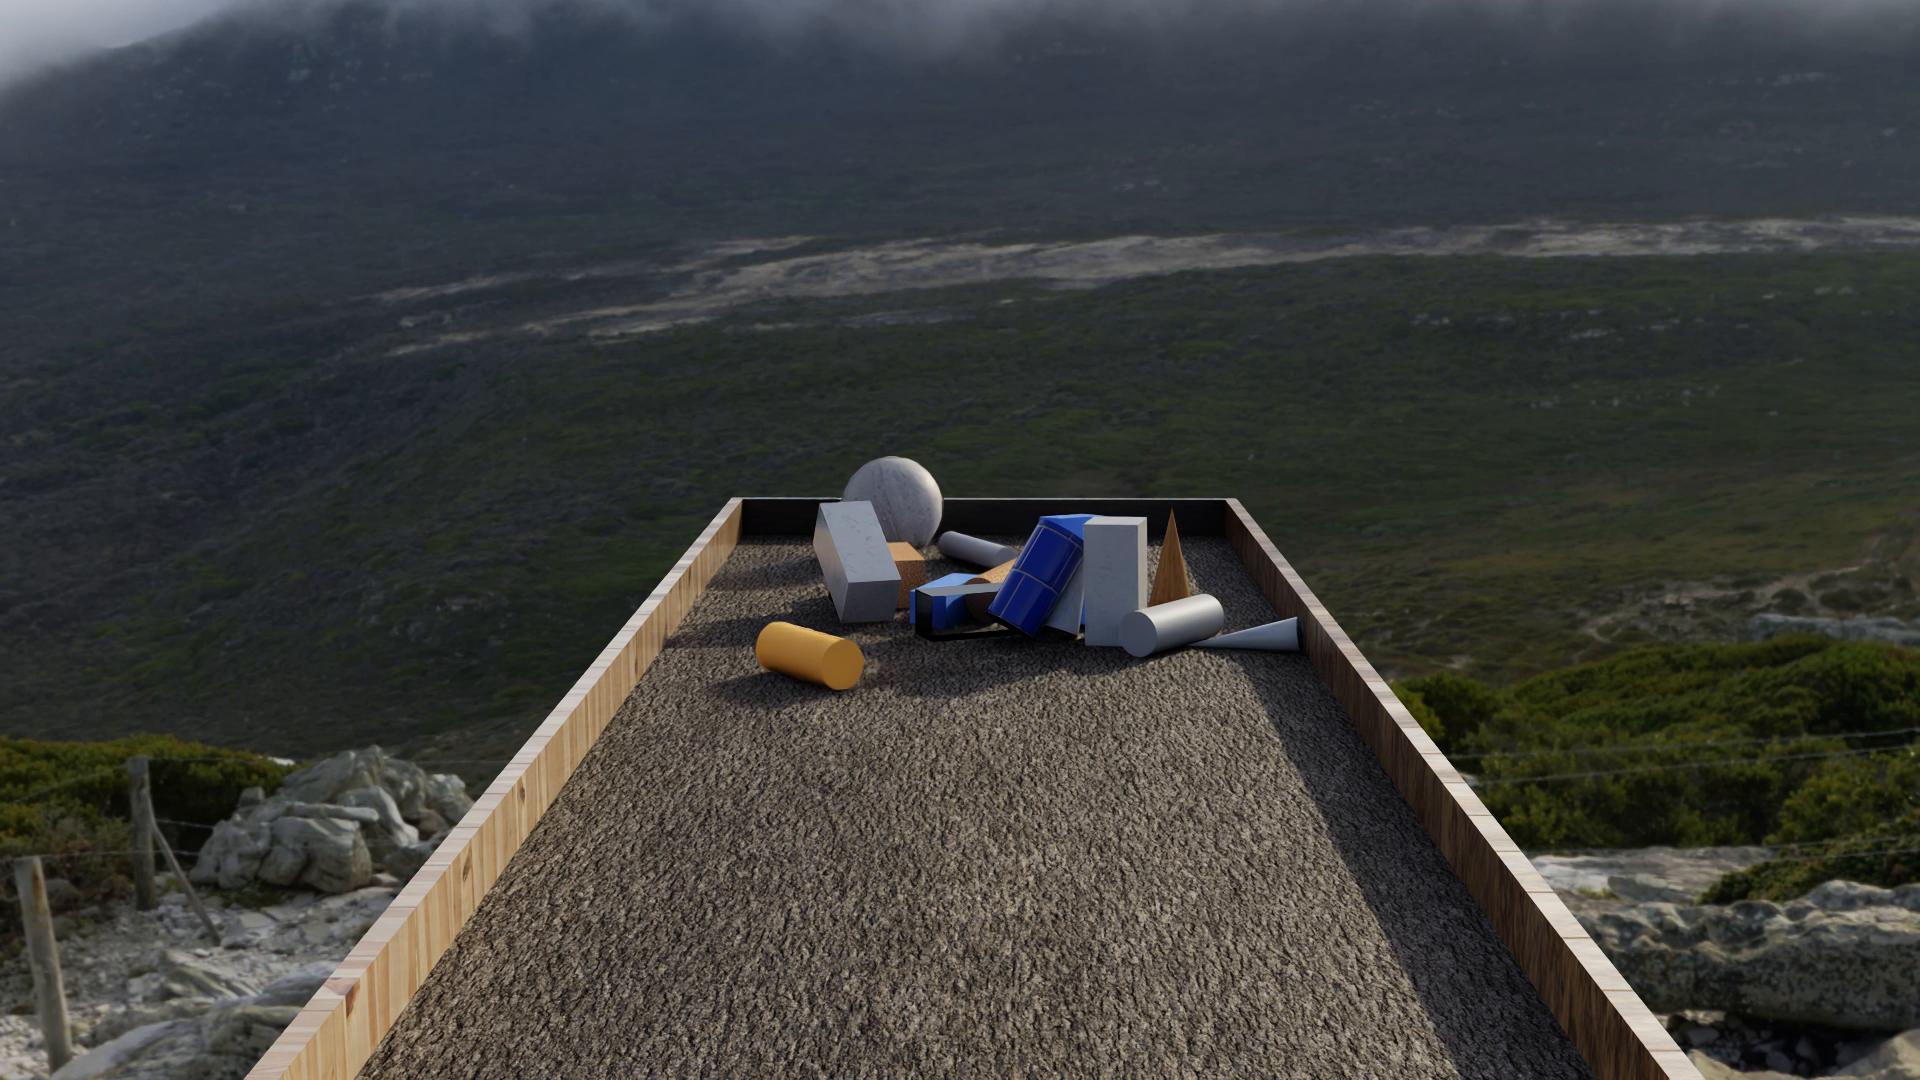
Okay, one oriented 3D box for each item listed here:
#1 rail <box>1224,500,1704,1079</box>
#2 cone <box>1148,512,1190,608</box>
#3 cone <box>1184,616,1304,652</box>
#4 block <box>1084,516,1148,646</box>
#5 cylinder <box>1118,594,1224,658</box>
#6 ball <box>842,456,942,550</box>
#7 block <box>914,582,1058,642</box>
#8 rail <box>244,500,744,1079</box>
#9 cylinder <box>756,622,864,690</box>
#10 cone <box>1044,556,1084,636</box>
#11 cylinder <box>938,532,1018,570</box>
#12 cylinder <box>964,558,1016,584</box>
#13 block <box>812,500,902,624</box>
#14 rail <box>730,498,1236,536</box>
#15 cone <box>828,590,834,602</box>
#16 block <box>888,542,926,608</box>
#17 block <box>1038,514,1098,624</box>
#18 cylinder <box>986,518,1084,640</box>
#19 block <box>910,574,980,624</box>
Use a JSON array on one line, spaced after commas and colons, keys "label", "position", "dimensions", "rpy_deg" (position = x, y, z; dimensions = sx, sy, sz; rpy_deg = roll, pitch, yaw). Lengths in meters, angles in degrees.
[{"label": "rail", "position": [1.046, 0.843, 3.208], "dimensions": [0.050, 0.150, 12.000], "rpy_deg": [0, 9, 1]}, {"label": "cone", "position": [0.688, 0.090, 7.169], "dimensions": [0.176, 0.398, 0.176], "rpy_deg": [0, 9, 0]}, {"label": "cone", "position": [0.874, 0.313, 6.856], "dimensions": [0.373, 0.114, 0.114], "rpy_deg": [-6, 7, 17]}, {"label": "block", "position": [0.493, 0.129, 6.948], "dimensions": [0.172, 0.385, 0.172], "rpy_deg": [1, 9, 14]}, {"label": "cylinder", "position": [0.664, 0.265, 6.881], "dimensions": [0.142, 0.142, 0.382], "rpy_deg": [7, 12, 38]}, {"label": "ball", "position": [-0.265, -0.129, 8.566], "dimensions": [0.394, 0.394, 0.394], "rpy_deg": [0, 9, 0]}, {"label": "block", "position": [0.087, 0.227, 7.106], "dimensions": [0.441, 0.148, 0.148], "rpy_deg": [-4, 10, -23]}, {"label": "rail", "position": [-1.004, 0.839, 3.234], "dimensions": [0.050, 0.150, 12.000], "rpy_deg": [0, 9, 1]}, {"label": "cylinder", "position": [-0.441, 0.336, 6.418], "dimensions": [0.148, 0.148, 0.346], "rpy_deg": [-7, 11, -37]}, {"label": "cone", "position": [0.377, 0.119, 7.046], "dimensions": [0.119, 0.362, 0.119], "rpy_deg": [18, -5, 2]}, {"label": "cylinder", "position": [0.066, 0.048, 8.377], "dimensions": [0.103, 0.103, 0.447], "rpy_deg": [-5, 10, -28]}, {"label": "cylinder", "position": [0.139, 0.163, 7.531], "dimensions": [0.141, 0.141, 0.422], "rpy_deg": [3, 10, 20]}, {"label": "block", "position": [-0.349, 0.071, 7.385], "dimensions": [0.180, 0.180, 0.411], "rpy_deg": [-3, 41, -19]}, {"label": "rail", "position": [0.099, -0.098, 9.147], "dimensions": [2.100, 0.150, 0.050], "rpy_deg": [0, 9, 1]}, {"label": "cone", "position": [-0.415, 0.028, 7.628], "dimensions": [0.162, 0.162, 0.375], "rpy_deg": [-3, 53, -19]}, {"label": "block", "position": [-0.235, 0.121, 7.721], "dimensions": [0.164, 0.164, 0.396], "rpy_deg": [-2, 9, -10]}, {"label": "block", "position": [0.374, 0.096, 7.238], "dimensions": [0.160, 0.350, 0.160], "rpy_deg": [-4, 4, -25]}, {"label": "cylinder", "position": [0.245, 0.126, 6.981], "dimensions": [0.179, 0.347, 0.179], "rpy_deg": [30, -7, 4]}, {"label": "block", "position": [-0.046, 0.198, 7.418], "dimensions": [0.108, 0.108, 0.374], "rpy_deg": [4, 10, 22]}]
